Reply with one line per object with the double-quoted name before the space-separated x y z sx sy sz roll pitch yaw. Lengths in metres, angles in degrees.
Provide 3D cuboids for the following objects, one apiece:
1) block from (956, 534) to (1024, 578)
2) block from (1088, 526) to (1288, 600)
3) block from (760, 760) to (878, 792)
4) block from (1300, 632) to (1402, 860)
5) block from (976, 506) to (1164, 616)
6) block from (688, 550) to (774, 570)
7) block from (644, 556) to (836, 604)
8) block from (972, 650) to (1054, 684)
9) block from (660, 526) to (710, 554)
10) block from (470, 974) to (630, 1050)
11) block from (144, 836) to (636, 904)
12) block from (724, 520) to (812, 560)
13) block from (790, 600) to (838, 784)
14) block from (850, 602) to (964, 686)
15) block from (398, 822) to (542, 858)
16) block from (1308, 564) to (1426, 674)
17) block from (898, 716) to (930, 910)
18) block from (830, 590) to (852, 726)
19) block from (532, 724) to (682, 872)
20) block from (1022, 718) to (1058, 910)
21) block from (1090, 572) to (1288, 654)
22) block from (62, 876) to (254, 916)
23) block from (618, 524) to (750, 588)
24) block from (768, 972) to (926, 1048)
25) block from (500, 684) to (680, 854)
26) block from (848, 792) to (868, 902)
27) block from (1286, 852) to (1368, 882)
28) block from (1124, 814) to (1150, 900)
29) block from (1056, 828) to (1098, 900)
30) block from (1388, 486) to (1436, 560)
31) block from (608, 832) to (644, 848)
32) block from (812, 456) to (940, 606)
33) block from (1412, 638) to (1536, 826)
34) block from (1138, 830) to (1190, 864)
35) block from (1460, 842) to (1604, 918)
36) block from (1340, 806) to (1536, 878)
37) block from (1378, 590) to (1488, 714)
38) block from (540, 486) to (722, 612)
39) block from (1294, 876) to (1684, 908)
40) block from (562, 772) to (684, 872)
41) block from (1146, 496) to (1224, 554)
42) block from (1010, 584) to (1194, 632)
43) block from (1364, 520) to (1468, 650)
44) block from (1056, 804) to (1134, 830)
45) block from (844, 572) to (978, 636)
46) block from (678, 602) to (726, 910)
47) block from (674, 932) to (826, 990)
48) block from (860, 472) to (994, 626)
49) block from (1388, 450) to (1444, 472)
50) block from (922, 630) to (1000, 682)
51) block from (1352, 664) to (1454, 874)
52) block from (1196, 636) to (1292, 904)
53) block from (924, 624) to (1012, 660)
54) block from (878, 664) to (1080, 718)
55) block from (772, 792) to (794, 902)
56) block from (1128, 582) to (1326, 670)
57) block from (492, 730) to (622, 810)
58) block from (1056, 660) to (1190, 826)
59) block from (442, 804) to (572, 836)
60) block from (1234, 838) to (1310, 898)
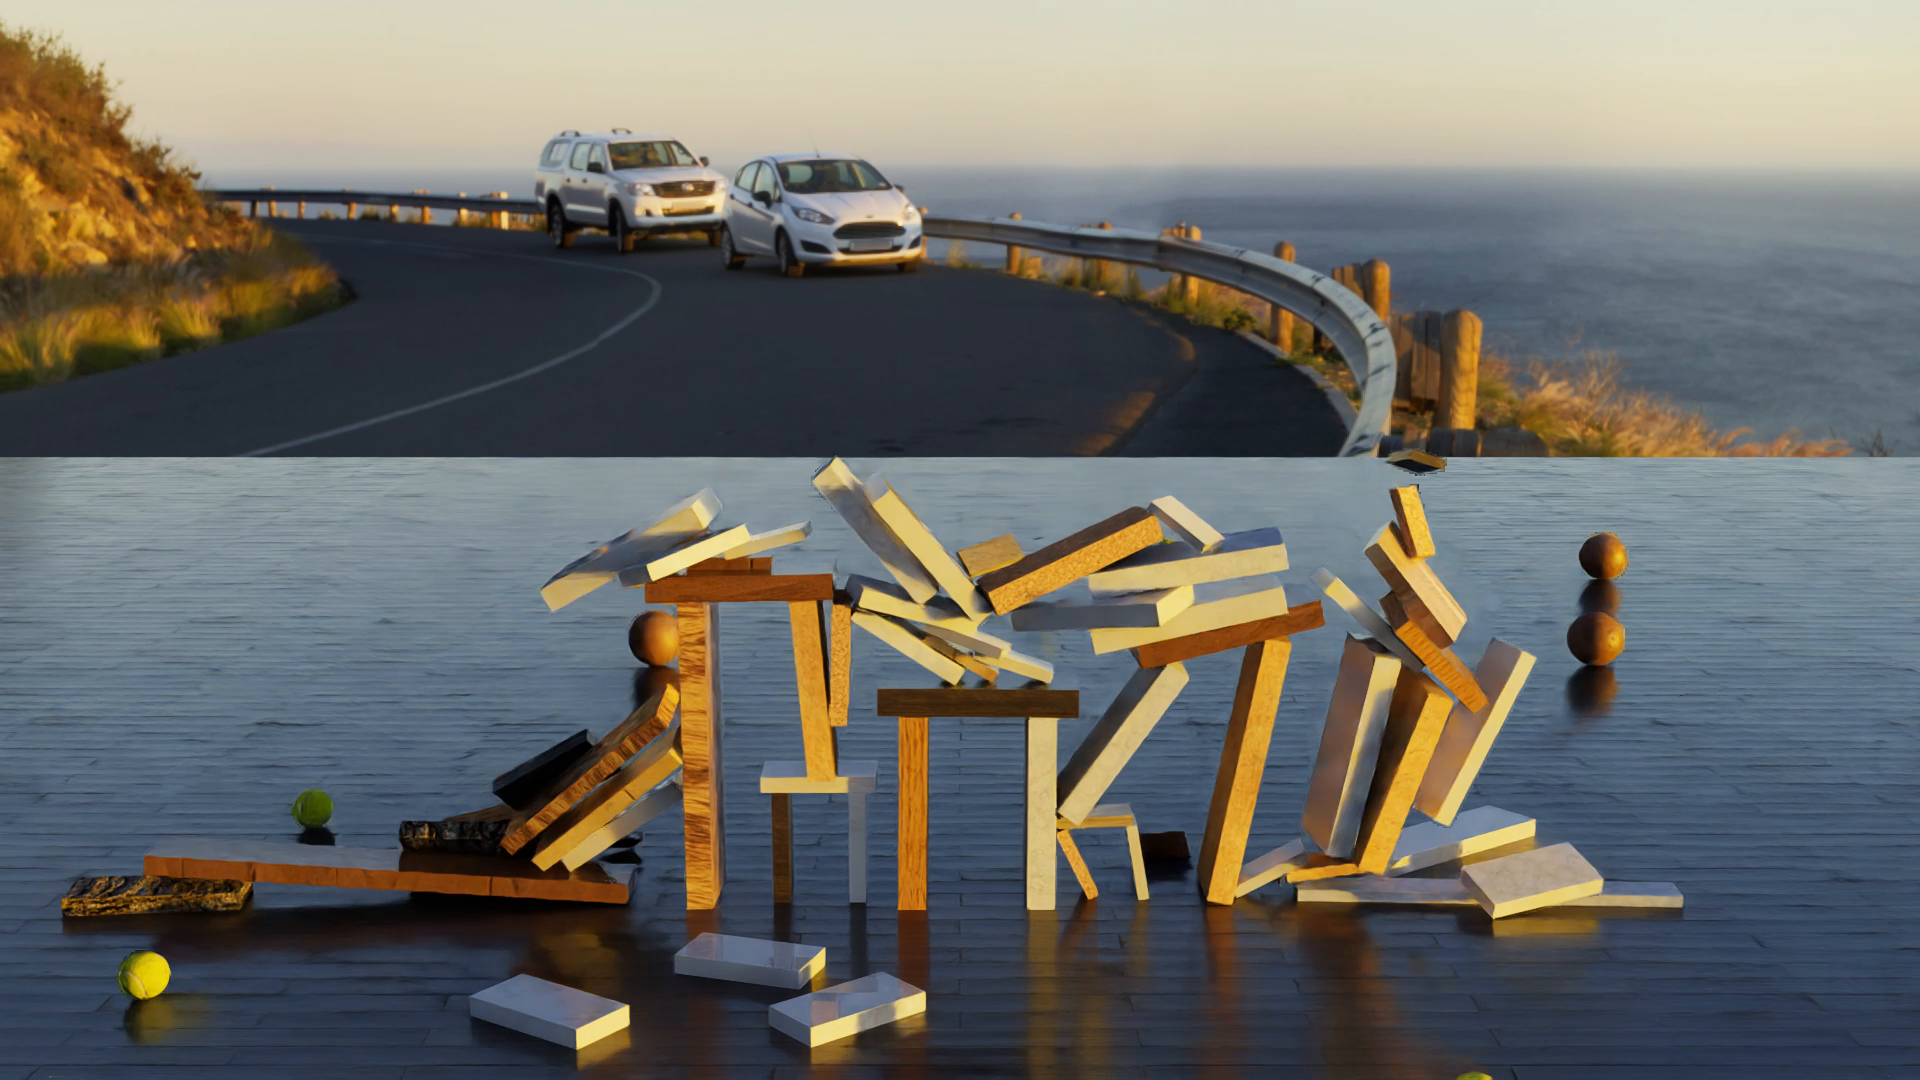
"block" 0.049 0.025 3.488 0.095 0.014 0.048 -18 61 -19
"block" 0.363 0.036 3.535 0.313 0.041 0.146 -9 11 6
"block" -0.231 0.391 3.635 0.188 0.027 0.094 0 10 0
"block" 0.645 0.339 3.641 0.044 0.342 0.156 10 10 -9
"block" 0.175 0.031 3.544 0.292 0.041 0.146 -25 9 -3
"block" -0.372 0.032 3.570 0.135 0.019 0.068 -1 10 -1
"block" -0.353 0.064 3.567 0.299 0.042 0.149 -1 10 -1
"block" 0.086 0.198 3.590 0.133 0.019 0.067 18 10 -3
"block" -0.478 0.015 3.587 0.135 0.019 0.068 -35 11 -27
"block" -0.587 0.672 3.143 0.211 0.030 0.106 7 13 34
"block" -0.939 0.547 3.651 0.785 0.033 0.115 4 8 -2
"block" -0.309 0.001 3.537 0.135 0.019 0.067 -14 9 8
"block" -0.238 0.231 3.600 0.042 0.299 0.149 -5 10 0
"block" -0.085 0.160 3.587 0.202 0.029 0.101 33 8 -6
"block" -0.825 0.523 3.737 0.230 0.115 0.033 1 53 3
"block" 0.675 0.131 3.637 0.214 0.030 0.107 41 5 -11
"block" -0.076 0.430 3.643 0.046 0.324 0.162 1 11 0
"block" -0.194 0.190 3.574 0.029 0.202 0.101 2 13 -1
"block" -0.574 0.425 3.624 0.312 0.029 0.102 -38 15 15
"block" 0.132 0.430 3.644 0.046 0.324 0.162 0 11 -1
"block" 0.363 0.113 3.565 0.312 0.044 0.156 -12 11 3
"block" -1.320 0.583 3.625 0.279 0.030 0.106 -1 11 -6
"block" -0.435 0.025 3.464 0.192 0.027 0.096 -24 8 -37
"block" -0.161 0.671 3.153 0.204 0.029 0.102 -9 14 -39
"block" -0.600 0.372 3.558 0.382 0.027 0.096 -39 18 22
"block" -0.169 0.497 3.655 0.027 0.188 0.094 0 11 0
"block" 0.609 0.542 3.673 0.135 0.019 0.068 -8 12 2
"block" 0.293 0.526 3.657 0.018 0.129 0.064 -10 10 1
"block" 0.192 0.529 3.657 0.018 0.129 0.064 -26 10 3
"block" 0.741 -0.029 3.602 0.017 0.118 0.059 -23 -12 41
"block" -0.657 0.526 3.832 0.209 0.014 0.048 2 -25 -34
"block" -0.132 -0.016 3.532 0.037 0.263 0.131 -40 6 7
"block" 0.854 0.319 3.677 0.029 0.314 0.102 26 3 -19
"block" 0.350 0.536 3.836 0.095 0.048 0.014 -3 -29 -15
"block" 0.939 0.558 3.615 0.204 0.029 0.102 -10 32 -17
"block" 0.828 0.535 3.880 0.446 0.030 0.107 -8 13 -36
"block" 0.774 0.183 3.597 0.030 0.214 0.107 -41 22 14
"block" -0.533 0.014 3.576 0.292 0.041 0.146 -28 10 12
"block" 0.873 0.584 3.651 0.627 0.019 0.068 1 11 3
"block" -0.555 0.468 3.680 0.230 0.033 0.115 -33 3 5
"block" 0.360 -0.026 3.505 0.118 0.017 0.059 40 32 25
"block" 0.227 0.105 3.516 0.263 0.037 0.131 -3 13 32
"block" 0.743 0.073 3.581 0.029 0.204 0.102 -37 3 33
"block" 0.219 0.458 3.643 0.129 0.018 0.064 -3 11 0
"block" -0.077 0.103 3.558 0.202 0.029 0.101 15 10 -19
"block" -0.424 0.338 3.620 0.042 0.514 0.149 0 11 3
"block" -0.318 0.637 3.335 0.204 0.029 0.102 4 11 18
"block" -0.053 0.012 3.512 0.037 0.263 0.131 -40 18 2
"block" 0.769 -0.133 3.711 0.059 0.017 0.118 18 -3 -6
"block" 0.000 0.184 3.592 0.133 0.019 0.067 30 9 -7
"block" 0.709 0.376 3.622 0.044 0.312 0.156 17 12 -12
"block" 0.469 0.365 3.648 0.043 0.449 0.151 11 10 -3
"block" 0.013 0.158 3.561 0.133 0.019 0.067 20 10 12
"block" 0.031 0.247 3.612 0.324 0.046 0.162 0 11 1
"block" -0.294 0.497 3.655 0.027 0.188 0.094 0 11 0
"block" 0.429 0.139 3.592 0.302 0.043 0.151 -13 11 -2
"block" -0.669 0.392 3.655 0.192 0.096 0.027 -29 41 14
"block" 0.261 0.317 3.615 0.043 0.302 0.151 35 8 -7
"block" -0.772 0.495 3.786 0.212 0.106 0.030 -13 54 3
"block" 0.514 0.547 3.671 0.135 0.019 0.068 -28 11 6
